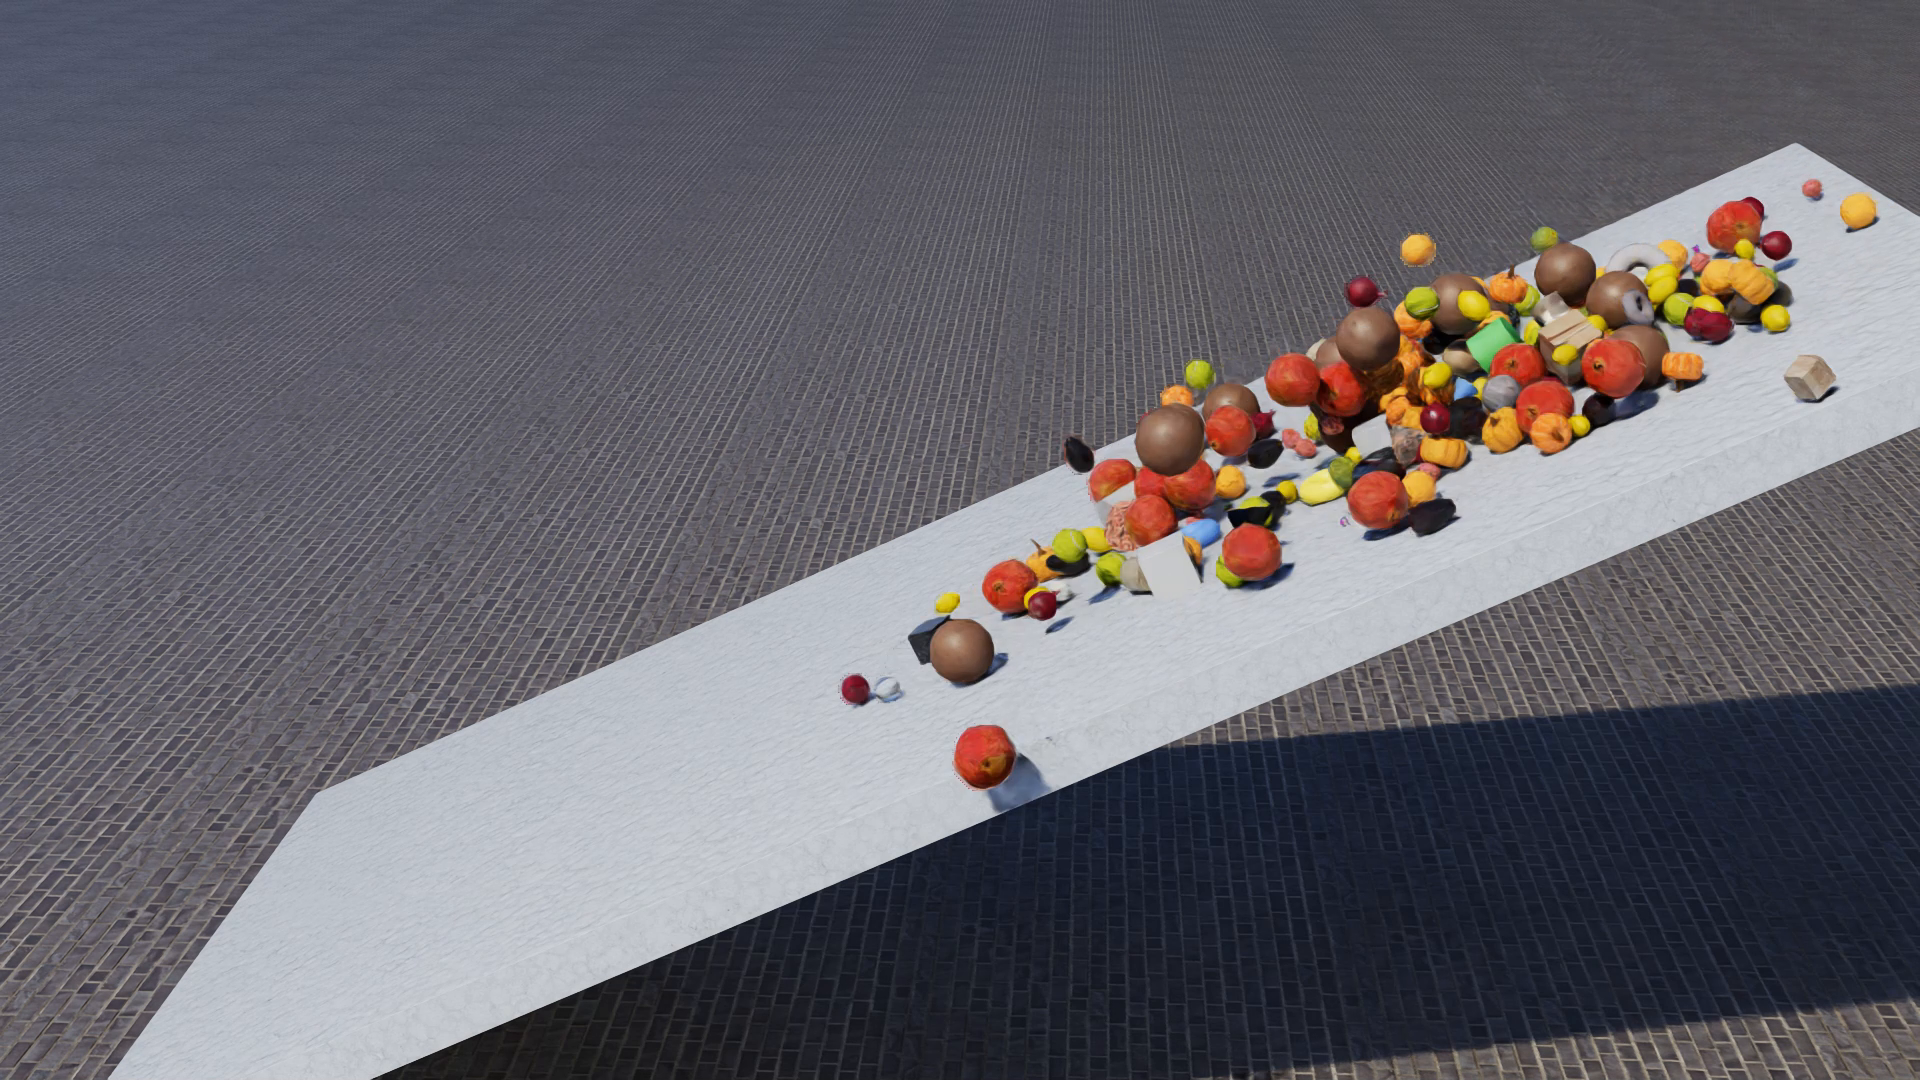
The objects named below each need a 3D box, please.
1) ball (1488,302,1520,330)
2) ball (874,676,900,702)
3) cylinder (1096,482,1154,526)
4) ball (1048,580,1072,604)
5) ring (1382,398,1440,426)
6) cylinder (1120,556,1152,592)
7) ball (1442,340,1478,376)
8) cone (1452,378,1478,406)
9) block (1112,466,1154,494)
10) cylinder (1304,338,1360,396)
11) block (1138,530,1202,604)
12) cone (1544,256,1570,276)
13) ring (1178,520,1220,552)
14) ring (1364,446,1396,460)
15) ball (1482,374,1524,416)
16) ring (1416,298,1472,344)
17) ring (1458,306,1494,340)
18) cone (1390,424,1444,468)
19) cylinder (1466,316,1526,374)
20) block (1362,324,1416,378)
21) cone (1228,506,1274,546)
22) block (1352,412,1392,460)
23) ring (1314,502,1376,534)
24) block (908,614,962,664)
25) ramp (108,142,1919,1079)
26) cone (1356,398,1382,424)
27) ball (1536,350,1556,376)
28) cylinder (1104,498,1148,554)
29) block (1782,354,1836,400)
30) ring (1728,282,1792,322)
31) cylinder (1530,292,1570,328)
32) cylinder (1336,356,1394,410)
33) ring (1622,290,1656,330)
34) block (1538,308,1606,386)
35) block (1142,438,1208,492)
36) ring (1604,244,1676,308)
[{"bbox_3d":[1.196,-0.486,6.466,0.070,0.070,0.070,0,16,0],"label":"ball"},{"bbox_3d":[-0.146,0.302,5.952,0.053,0.053,0.053,0,16,0],"label":"ball"},{"bbox_3d":[0.358,-0.068,6.370,0.087,0.087,0.087,-32,29,-24],"label":"cylinder"},{"bbox_3d":[0.204,0.107,6.057,0.051,0.051,0.051,0,16,0],"label":"ball"},{"bbox_3d":[0.936,-0.265,6.110,0.125,0.042,0.125,-12,4,1],"label":"ring"},{"bbox_3d":[0.366,0.068,5.866,0.069,0.069,0.069,-8,4,-26],"label":"cylinder"},{"bbox_3d":[1.053,-0.383,6.173,0.078,0.078,0.078,0,16,0],"label":"ball"},{"bbox_3d":[1.023,-0.294,6.022,0.054,0.054,0.054,-52,35,-11],"label":"cone"},{"bbox_3d":[0.388,-0.124,6.602,0.057,0.057,0.057,-30,14,-16],"label":"block"},{"bbox_3d":[0.824,-0.384,6.506,0.092,0.092,0.092,-12,42,-36],"label":"cylinder"},{"bbox_3d":[0.412,0.054,5.776,0.095,0.095,0.095,-24,13,9],"label":"block"},{"bbox_3d":[1.335,-0.618,6.537,0.051,0.051,0.051,-24,2,32],"label":"cone"},{"bbox_3d":[0.478,-0.005,6.010,0.116,0.039,0.116,-25,12,6],"label":"ring"},{"bbox_3d":[0.848,-0.154,5.899,0.111,0.037,0.111,-26,13,6],"label":"ring"},{"bbox_3d":[1.078,-0.288,5.849,0.081,0.081,0.081,0,16,0],"label":"ball"},{"bbox_3d":[1.104,-0.498,6.705,0.145,0.048,0.145,-35,11,7],"label":"ring"},{"bbox_3d":[1.173,-0.485,6.564,0.134,0.045,0.134,-23,13,5],"label":"ring"},{"bbox_3d":[0.915,-0.197,5.832,0.092,0.092,0.092,-14,8,27],"label":"cone"},{"bbox_3d":[1.099,-0.400,6.031,0.086,0.086,0.086,-38,3,21],"label":"cylinder"},{"bbox_3d":[0.956,-0.422,6.547,0.084,0.084,0.084,-38,2,10],"label":"block"},{"bbox_3d":[0.575,-0.045,5.676,0.083,0.083,0.083,-34,5,19],"label":"cone"},{"bbox_3d":[0.850,-0.202,5.988,0.075,0.075,0.075,-25,13,18],"label":"block"},{"bbox_3d":[0.744,-0.043,5.676,0.127,0.042,0.127,2,17,-1],"label":"ring"},{"bbox_3d":[-0.052,0.207,6.107,0.069,0.069,0.069,-14,17,40],"label":"block"},{"bbox_3d":[0.135,0.169,6.283,4.000,0.100,2.000,-24,13,9],"label":"ramp"},{"bbox_3d":[0.883,-0.275,6.326,0.057,0.057,0.057,6,17,14],"label":"cone"},{"bbox_3d":[1.205,-0.366,5.987,0.067,0.067,0.067,0,16,0],"label":"ball"},{"bbox_3d":[0.352,-0.030,6.232,0.085,0.085,0.085,-1,36,-2],"label":"cylinder"},{"bbox_3d":[1.477,-0.283,5.113,0.054,0.054,0.054,-47,23,-12],"label":"block"},{"bbox_3d":[1.564,-0.466,5.755,0.129,0.043,0.129,-25,15,7],"label":"ring"},{"bbox_3d":[1.217,-0.460,6.029,0.070,0.070,0.070,-32,-15,-9],"label":"cylinder"},{"bbox_3d":[0.882,-0.335,6.392,0.093,0.093,0.093,-30,8,5],"label":"cylinder"},{"bbox_3d":[1.356,-0.460,5.875,0.029,0.086,0.086,-31,-8,39],"label":"ring"},{"bbox_3d":[1.222,-0.384,5.872,0.091,0.091,0.091,-31,49,-9],"label":"block"},{"bbox_3d":[0.471,-0.164,6.435,0.092,0.092,0.092,21,-13,-32],"label":"block"},{"bbox_3d":[1.411,-0.544,6.106,0.146,0.146,0.049,4,-6,14],"label":"ring"}]
